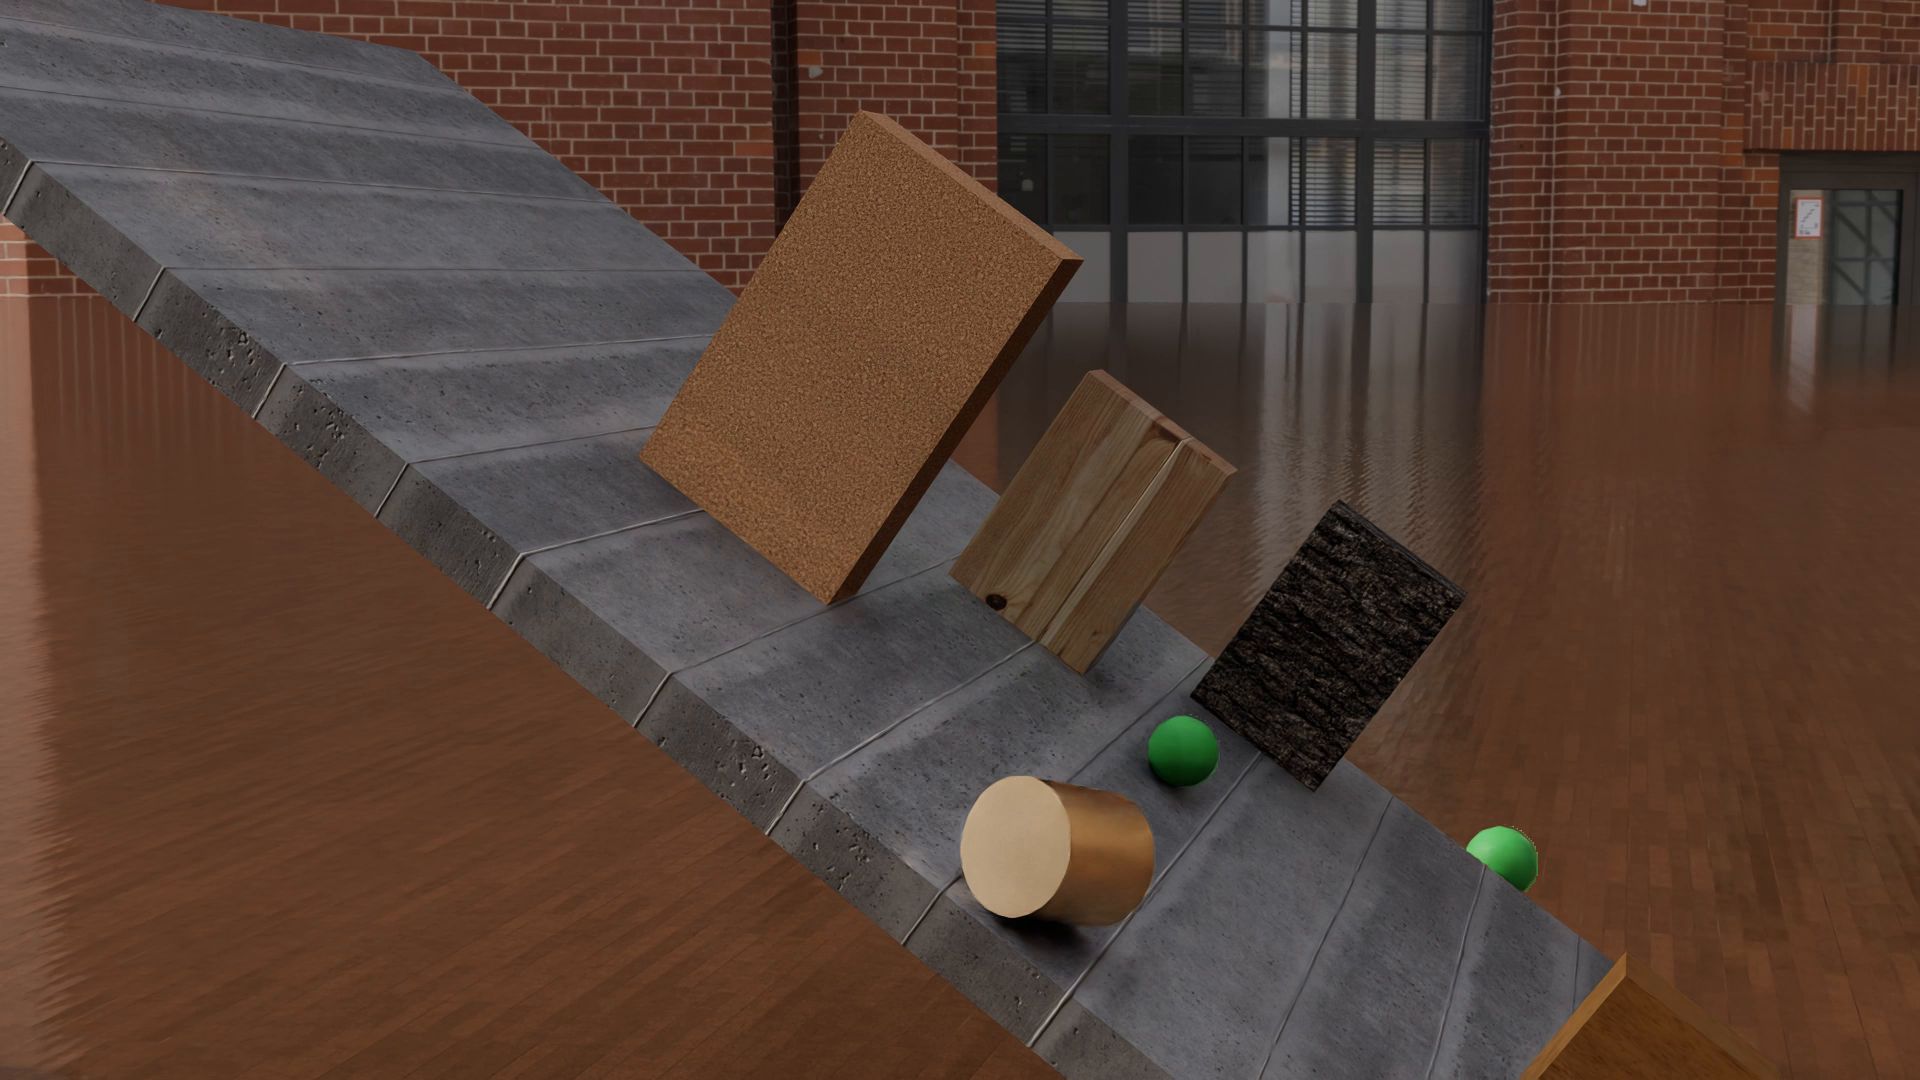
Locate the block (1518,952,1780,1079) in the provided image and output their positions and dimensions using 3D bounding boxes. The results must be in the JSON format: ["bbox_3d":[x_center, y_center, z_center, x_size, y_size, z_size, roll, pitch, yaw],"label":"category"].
[{"bbox_3d":[0.892,0.835,3.067,0.250,0.448,0.113,37,16,10],"label":"block"}]

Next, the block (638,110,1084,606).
[{"bbox_3d":[-0.176,-0.308,3.760,0.428,0.716,0.145,37,16,10],"label":"block"}]

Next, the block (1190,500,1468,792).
[{"bbox_3d":[0.756,0.217,4.527,0.322,0.502,0.107,37,16,10],"label":"block"}]

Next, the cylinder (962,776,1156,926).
[{"bbox_3d":[0.140,0.446,3.139,0.198,0.198,0.198,6,-7,42],"label":"cylinder"}]

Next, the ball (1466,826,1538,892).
[{"bbox_3d":[1.242,0.741,5.055,0.164,0.164,0.164,0,7,0],"label":"ball"}]

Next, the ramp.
[{"bbox_3d":[-0.089,0.160,4.081,4.000,0.100,2.000,37,16,10],"label":"ramp"}]

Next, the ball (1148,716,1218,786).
[{"bbox_3d":[0.406,0.385,4.005,0.129,0.129,0.129,0,7,0],"label":"ball"}]

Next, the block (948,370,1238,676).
[{"bbox_3d":[0.256,-0.034,4.270,0.331,0.487,0.115,37,16,10],"label":"block"}]
